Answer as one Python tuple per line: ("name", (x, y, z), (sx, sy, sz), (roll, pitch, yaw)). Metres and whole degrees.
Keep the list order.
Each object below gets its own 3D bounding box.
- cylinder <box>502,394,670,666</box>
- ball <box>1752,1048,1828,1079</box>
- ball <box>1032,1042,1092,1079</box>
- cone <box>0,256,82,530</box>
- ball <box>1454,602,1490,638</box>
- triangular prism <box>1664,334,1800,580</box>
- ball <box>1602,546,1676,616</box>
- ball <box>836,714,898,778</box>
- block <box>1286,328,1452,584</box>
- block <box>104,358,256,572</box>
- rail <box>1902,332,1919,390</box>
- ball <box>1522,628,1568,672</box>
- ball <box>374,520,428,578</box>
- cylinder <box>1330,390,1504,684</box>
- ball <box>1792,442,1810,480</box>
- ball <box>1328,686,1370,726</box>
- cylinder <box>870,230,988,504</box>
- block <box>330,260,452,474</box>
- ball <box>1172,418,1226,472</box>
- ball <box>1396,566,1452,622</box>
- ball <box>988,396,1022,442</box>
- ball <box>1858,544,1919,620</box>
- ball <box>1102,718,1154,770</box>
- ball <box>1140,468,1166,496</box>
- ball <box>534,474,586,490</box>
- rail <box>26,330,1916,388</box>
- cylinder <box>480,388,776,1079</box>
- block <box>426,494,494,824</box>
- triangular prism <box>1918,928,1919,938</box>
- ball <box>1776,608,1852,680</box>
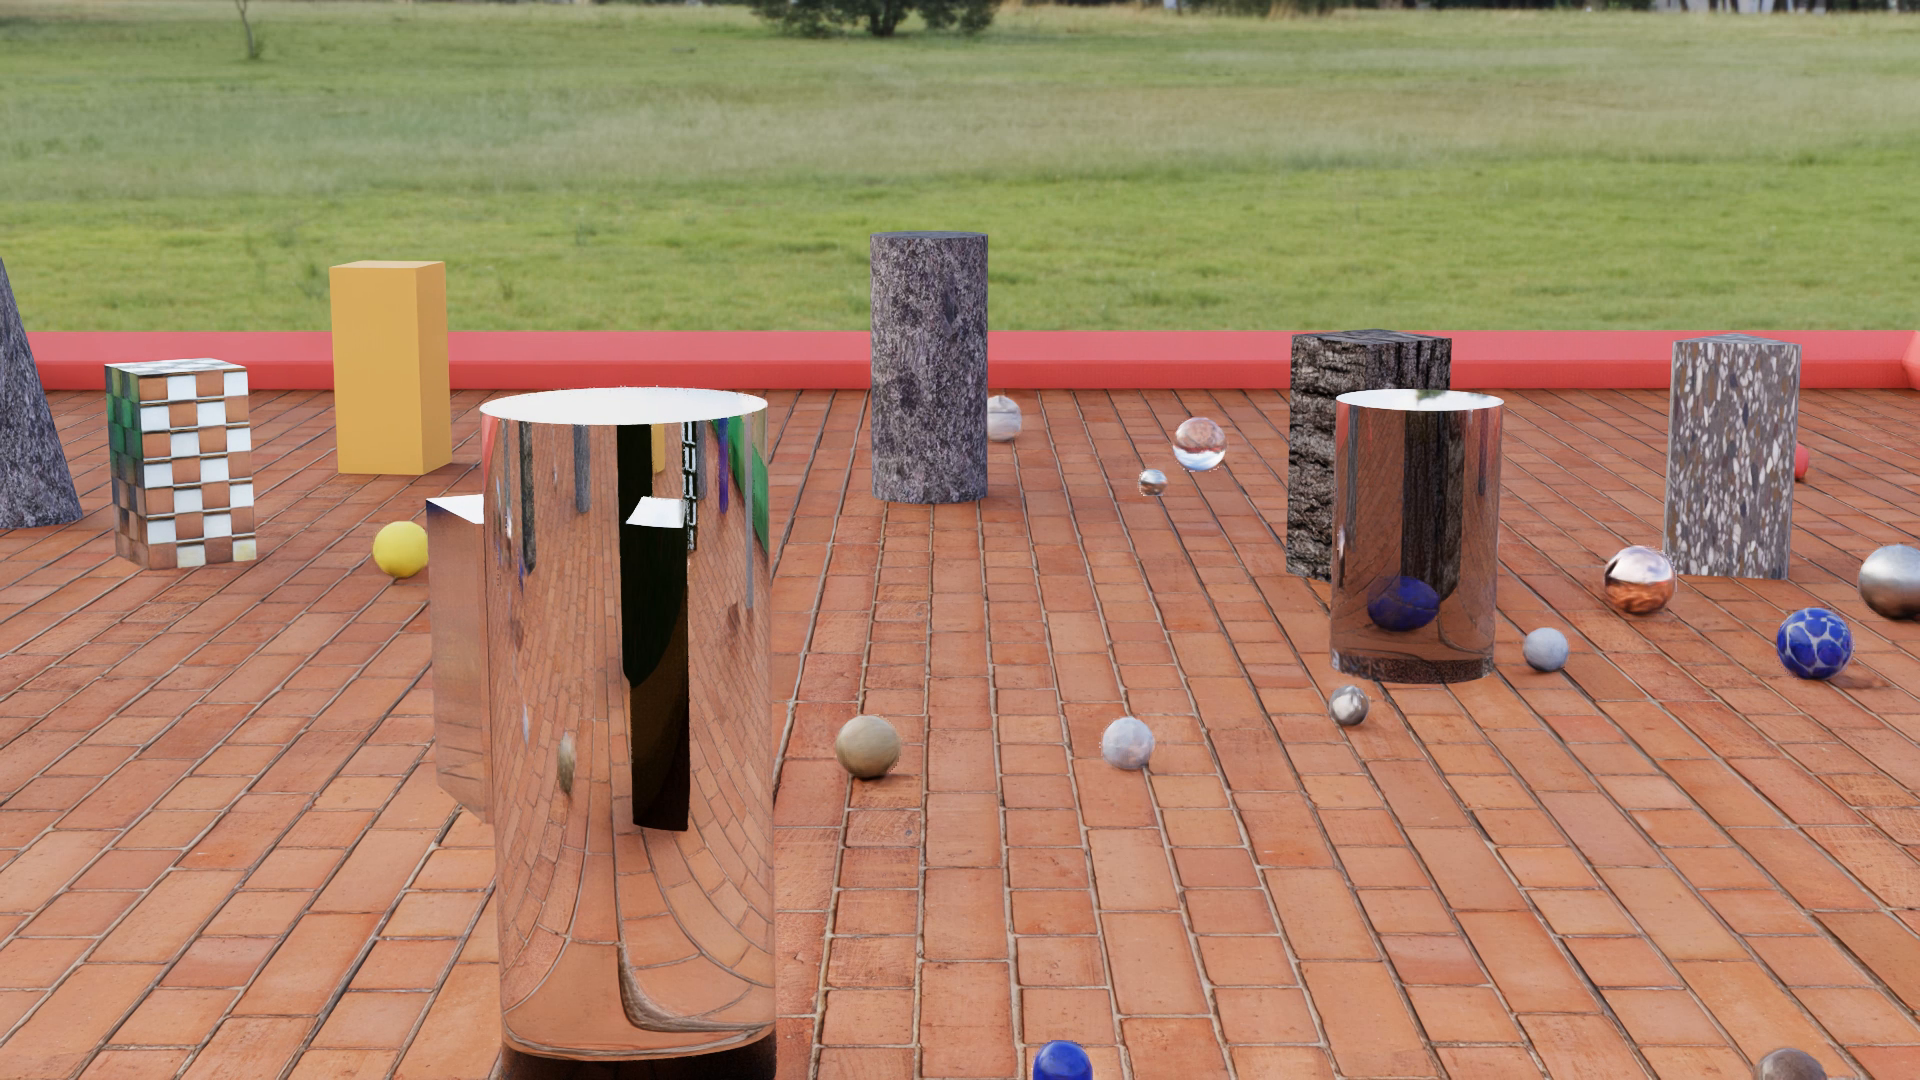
("cylinder", (-0.464, -0.013, 3.193), (0.200, 0.316, 0.200), (0, 10, 0))
("ball", (0.580, 0.381, 1.792), (0.051, 0.051, 0.051), (0, 10, 0))
("ball", (0.073, 0.378, 1.825), (0.043, 0.043, 0.043), (0, 10, 0))
("cone", (-1.534, -0.245, 4.143), (0.200, 0.427, 0.200), (0, 10, 0))
("ball", (0.659, 0.104, 3.303), (0.047, 0.047, 0.047), (0, 10, 0))
("triangular prism", (1.125, -0.127, 3.750), (0.173, 0.337, 0.150), (3, 11, 16))
("ball", (0.910, 0.054, 3.439), (0.094, 0.094, 0.094), (0, 10, 0))
("ball", (-0.096, 0.214, 2.655), (0.066, 0.066, 0.066), (0, 10, 0))
("block", (0.585, -0.119, 3.682), (0.160, 0.347, 0.160), (-7, 12, -32))
("block", (-1.163, -0.116, 3.829), (0.160, 0.288, 0.160), (-7, 13, -35))
("rail", (2.172, 0.031, 3.461), (0.045, 0.130, 4.887), (0, 10, 0))
("ball", (0.713, 0.133, 3.121), (0.054, 0.054, 0.054), (0, 10, 0))
("ball", (-0.803, 0.013, 3.694), (0.082, 0.082, 0.082), (0, 10, 0))
("cylinder", (0.555, -0.008, 3.128), (0.200, 0.329, 0.200), (0, 10, 0))
("ball", (1.477, -0.141, 4.569), (0.068, 0.068, 0.068), (0, 10, 0))
("ball", (0.434, 0.185, 2.864), (0.045, 0.045, 0.045), (0, 10, 0))
("cylinder", (-0.052, -0.297, 4.376), (0.200, 0.445, 0.200), (0, 10, 0))
("block", (-1.036, -0.317, 4.681), (0.160, 0.372, 0.160), (1, 11, 8))
("ball", (0.436, -0.174, 4.665), (0.098, 0.098, 0.098), (0, 10, 0))
("ball", (0.615, 0.072, 3.401), (0.074, 0.074, 0.074), (0, 10, 0))
("ball", (0.077, -0.238, 5.031), (0.090, 0.090, 0.090), (0, 10, 0))
("ball", (1.249, 0.056, 3.416), (0.100, 0.100, 0.100), (0, 10, 0))
("ball", (0.176, 0.213, 2.687), (0.055, 0.055, 0.055), (0, 10, 0))
("ball", (0.331, -0.099, 4.399), (0.046, 0.046, 0.046), (0, 10, 0))
("ball", (-0.636, -0.061, 4.078), (0.089, 0.089, 0.089), (0, 10, 0))
("rail", (-0.014, -0.407, 5.828), (4.391, 0.130, 0.045), (0, 10, 0))
("cylinder", (-0.234, 0.148, 1.837), (0.200, 0.493, 0.200), (0, 10, 0))
("block", (-0.429, 0.111, 2.575), (0.160, 0.297, 0.160), (-6, 12, -28))
("triangular prism", (0.922, 0.099, 2.100), (0.150, 0.494, 0.173), (-7, 13, -35))
("ball", (1.025, 0.124, 3.080), (0.087, 0.087, 0.087), (0, 10, 0))
